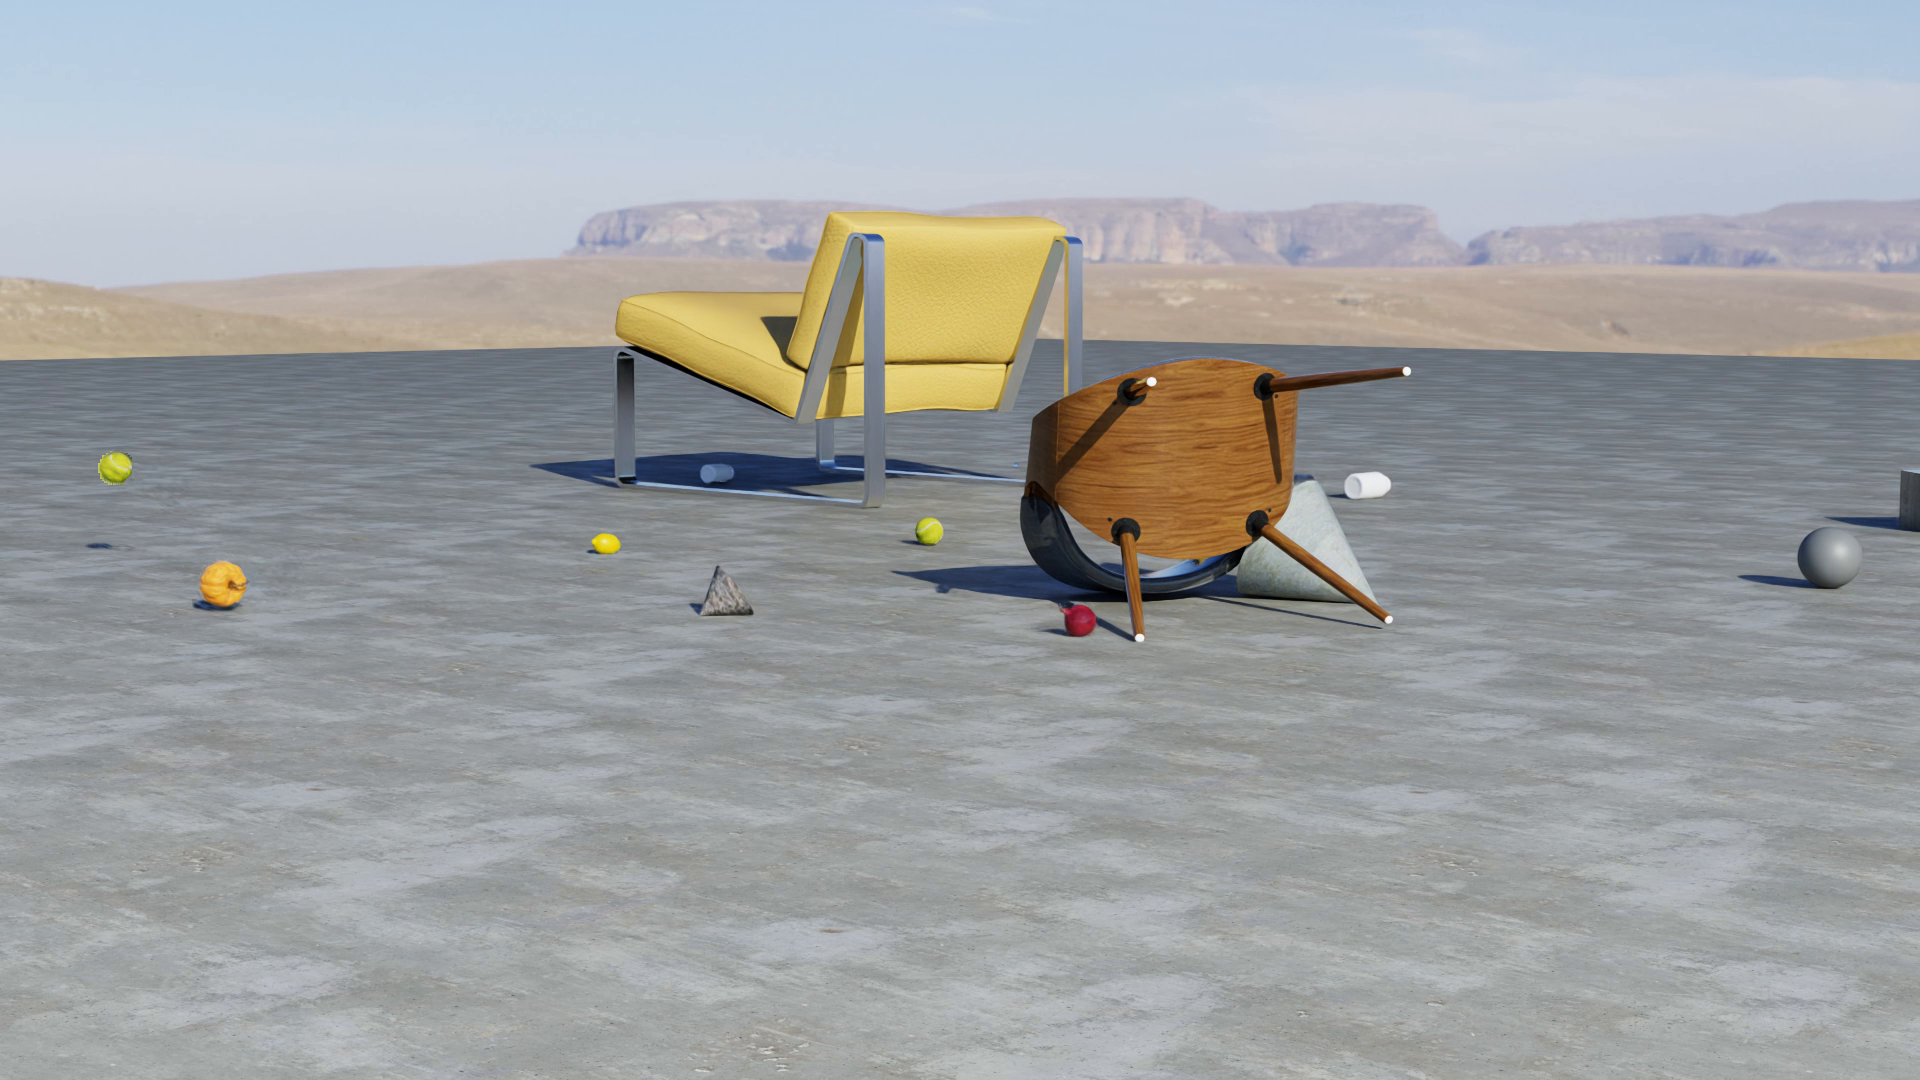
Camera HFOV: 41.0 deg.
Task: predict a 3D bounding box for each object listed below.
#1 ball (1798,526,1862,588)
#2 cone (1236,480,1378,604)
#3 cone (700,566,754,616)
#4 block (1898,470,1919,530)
[{"bbox_3d":[1.837,0.037,5.416,0.131,0.131,0.131,0,6,0],"label":"ball"},{"bbox_3d":[0.747,0.064,5.200,0.253,0.277,0.283,36,19,26],"label":"cone"},{"bbox_3d":[-0.472,0.122,4.990,0.087,0.112,0.121,-37,56,-12],"label":"cone"},{"bbox_3d":[2.588,-0.100,6.659,0.213,0.148,0.219,0,6,-2],"label":"block"}]
